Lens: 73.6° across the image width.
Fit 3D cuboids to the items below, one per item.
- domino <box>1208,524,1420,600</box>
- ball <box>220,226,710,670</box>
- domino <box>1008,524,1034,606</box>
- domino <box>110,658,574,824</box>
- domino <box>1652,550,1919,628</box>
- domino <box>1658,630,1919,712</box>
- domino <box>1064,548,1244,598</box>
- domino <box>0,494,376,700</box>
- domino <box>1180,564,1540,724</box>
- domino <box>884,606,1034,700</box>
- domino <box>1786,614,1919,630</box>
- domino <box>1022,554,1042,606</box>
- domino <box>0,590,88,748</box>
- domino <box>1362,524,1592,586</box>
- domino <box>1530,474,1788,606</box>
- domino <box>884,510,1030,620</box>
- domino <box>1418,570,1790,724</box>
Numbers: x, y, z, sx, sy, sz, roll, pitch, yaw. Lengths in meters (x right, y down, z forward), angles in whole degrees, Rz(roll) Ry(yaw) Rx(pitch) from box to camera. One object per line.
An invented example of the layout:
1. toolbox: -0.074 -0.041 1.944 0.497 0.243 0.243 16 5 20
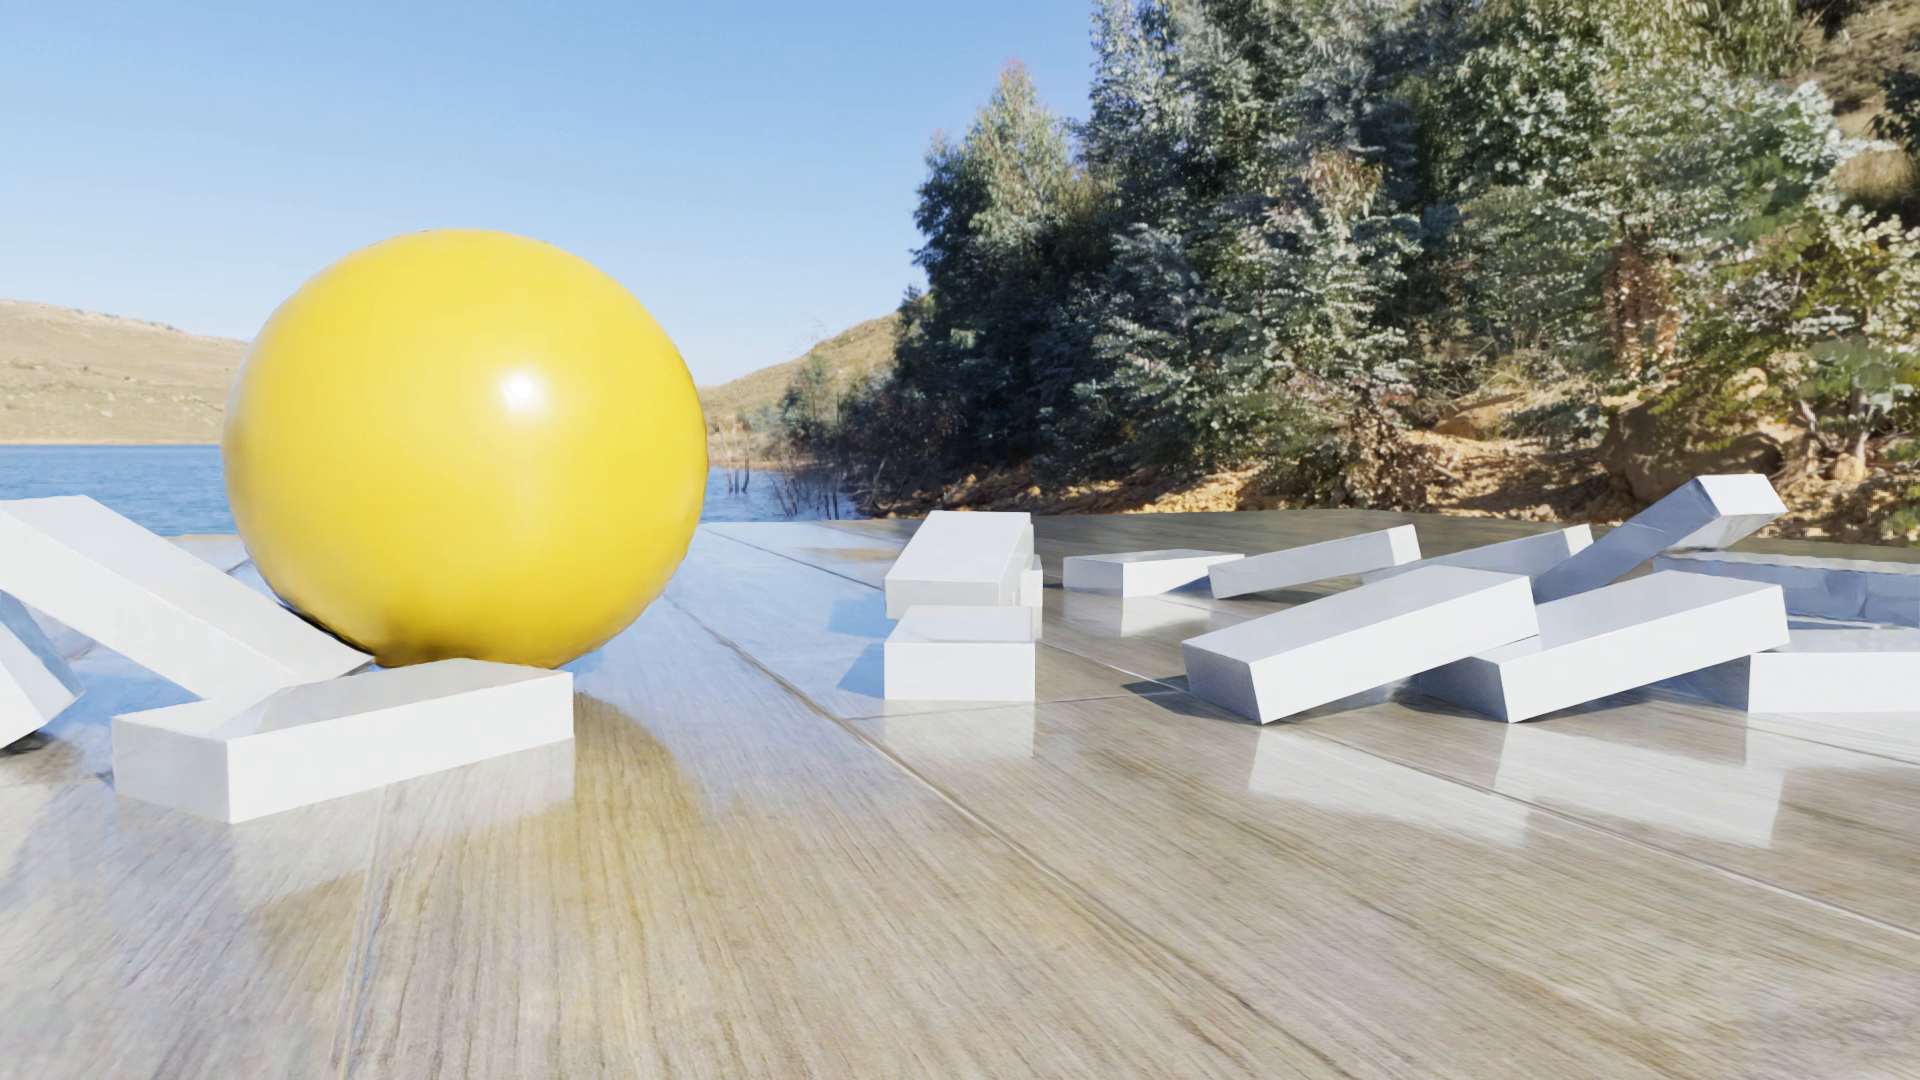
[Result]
1. domino: 0.096 0.006 0.348 0.050 0.009 0.025 -13 -4 33
2. ball: -0.085 -0.015 0.228 0.080 0.080 0.080 0 4 0
3. domino: 0.004 0.008 0.319 0.025 0.009 0.050 1 18 8
4. domino: -0.080 0.025 0.171 0.025 0.010 0.050 3 5 31
5. domino: 0.170 0.009 0.256 0.025 0.009 0.050 -3 5 -34
6. domino: 0.150 0.022 0.216 0.050 0.009 0.025 0 4 -2
7. domino: 0.058 0.009 0.380 0.050 0.009 0.025 -3 5 -37
8. domino: -0.117 0.011 0.192 0.050 0.009 0.025 32 0 -9
9. domino: 0.065 0.016 0.210 0.050 0.009 0.025 -15 7 -13
10. domino: 0.001 0.020 0.238 0.025 0.009 0.050 0 4 3
11. domino: 0.175 0.018 0.259 0.050 0.010 0.025 -4 6 -44
12. domino: 0.010 0.011 0.360 0.025 0.009 0.050 0 4 3
13. domino: -0.144 0.005 0.178 0.009 0.050 0.025 -32 16 -18
14. domino: 0.131 0.007 0.325 0.050 0.009 0.025 -16 -7 37
15. domino: 0.154 0.003 0.287 0.025 0.009 0.050 -3 -29 -30
16. domino: 0.001 0.005 0.297 0.025 0.009 0.050 1 18 11
17. domino: 0.104 0.017 0.211 0.050 0.009 0.025 -14 7 -9
